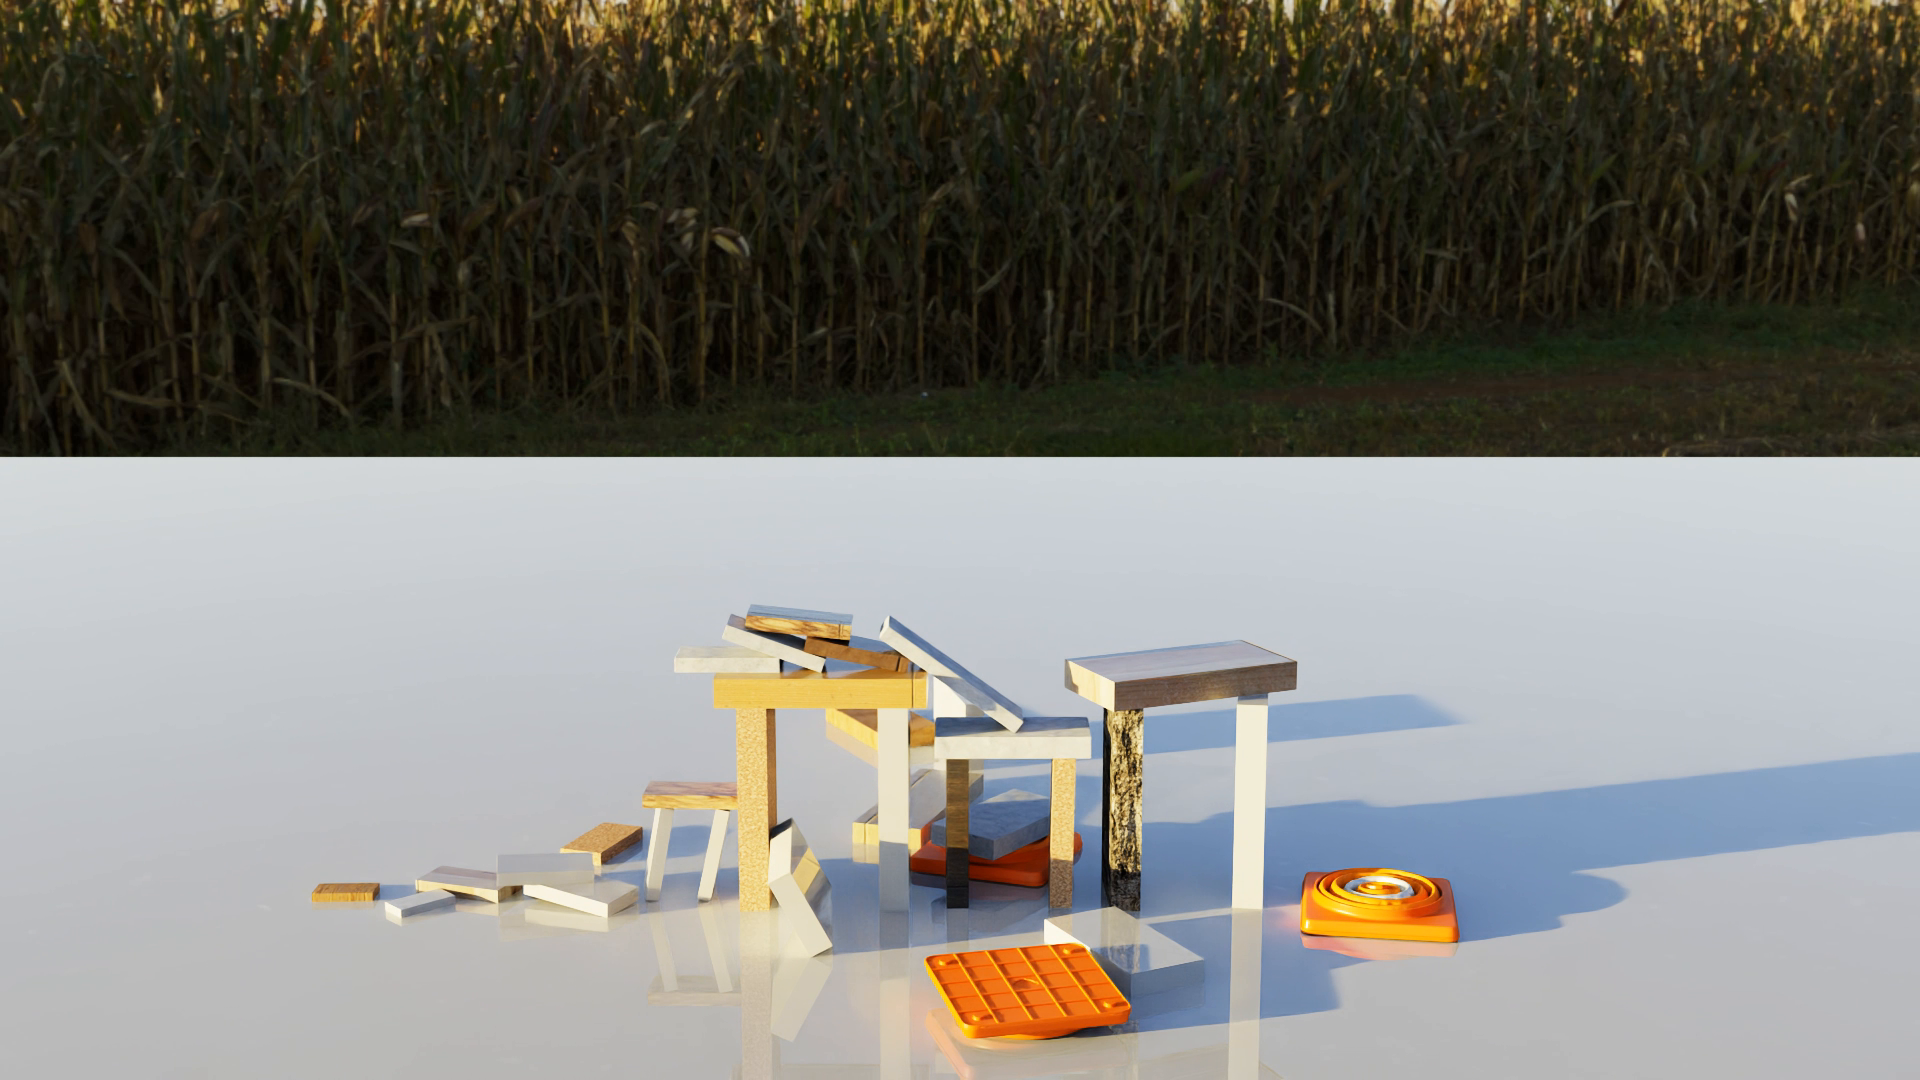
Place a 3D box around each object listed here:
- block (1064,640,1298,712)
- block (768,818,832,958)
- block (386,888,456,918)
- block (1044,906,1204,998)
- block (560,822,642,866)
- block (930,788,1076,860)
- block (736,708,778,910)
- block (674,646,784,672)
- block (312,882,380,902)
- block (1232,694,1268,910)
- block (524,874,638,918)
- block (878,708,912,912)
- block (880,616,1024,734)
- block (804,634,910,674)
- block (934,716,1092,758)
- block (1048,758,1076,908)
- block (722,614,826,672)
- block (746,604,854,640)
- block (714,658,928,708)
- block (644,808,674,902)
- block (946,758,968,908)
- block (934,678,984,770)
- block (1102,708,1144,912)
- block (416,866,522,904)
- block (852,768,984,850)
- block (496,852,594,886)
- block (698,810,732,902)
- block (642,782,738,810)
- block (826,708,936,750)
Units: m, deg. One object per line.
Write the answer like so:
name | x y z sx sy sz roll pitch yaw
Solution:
block | 0.365 0.222 3.639 0.343 0.049 0.171 -5 12 -24
block | -0.253 0.550 3.506 0.039 0.136 0.273 -28 11 2
block | -0.884 0.595 3.604 0.100 0.014 0.050 -10 14 -43
block | 0.249 0.628 3.366 0.129 0.036 0.257 -5 12 -27
block | -0.633 0.537 3.893 0.078 0.022 0.157 4 11 19
block | 0.077 0.493 3.826 0.129 0.036 0.257 10 14 33
block | -0.335 0.422 3.640 0.048 0.341 0.171 0 11 0
block | -0.377 0.195 3.597 0.169 0.024 0.085 0 11 0
block | -1.021 0.585 3.655 0.100 0.014 0.050 0 11 -2
block | 0.483 0.419 3.651 0.049 0.343 0.171 2 11 8
block | -0.625 0.578 3.626 0.169 0.024 0.085 10 16 26
block | -0.107 0.422 3.640 0.048 0.341 0.171 0 11 0
block | -0.014 0.219 3.595 0.271 0.024 0.085 36 8 -7
block | -0.167 0.179 3.588 0.170 0.024 0.085 12 10 -3
block | 0.086 0.324 3.614 0.253 0.036 0.126 0 11 0
block | 0.168 0.466 3.641 0.036 0.253 0.126 1 11 1
block | -0.301 0.168 3.589 0.169 0.024 0.085 19 10 -5
block | -0.262 0.134 3.595 0.170 0.024 0.085 6 10 -1
block | -0.223 0.231 3.604 0.341 0.048 0.171 0 11 0
block | -0.501 0.511 3.657 0.022 0.158 0.079 9 9 -12
block | -0.005 0.467 3.637 0.036 0.253 0.126 0 11 -1
block | -0.004 0.367 4.494 0.039 0.136 0.273 -3 11 -14
block | 0.268 0.421 3.639 0.049 0.343 0.171 0 11 -1
block | -0.822 0.576 3.682 0.157 0.022 0.078 4 11 19
block | -0.073 0.495 4.080 0.129 0.036 0.360 4 11 18
block | -0.688 0.545 3.646 0.157 0.022 0.078 0 15 -12
block | -0.406 0.512 3.654 0.022 0.158 0.079 12 10 -2
block | -0.440 0.422 3.638 0.158 0.022 0.079 1 10 2
block | -0.166 0.388 4.652 0.136 0.039 0.273 -5 12 -27
